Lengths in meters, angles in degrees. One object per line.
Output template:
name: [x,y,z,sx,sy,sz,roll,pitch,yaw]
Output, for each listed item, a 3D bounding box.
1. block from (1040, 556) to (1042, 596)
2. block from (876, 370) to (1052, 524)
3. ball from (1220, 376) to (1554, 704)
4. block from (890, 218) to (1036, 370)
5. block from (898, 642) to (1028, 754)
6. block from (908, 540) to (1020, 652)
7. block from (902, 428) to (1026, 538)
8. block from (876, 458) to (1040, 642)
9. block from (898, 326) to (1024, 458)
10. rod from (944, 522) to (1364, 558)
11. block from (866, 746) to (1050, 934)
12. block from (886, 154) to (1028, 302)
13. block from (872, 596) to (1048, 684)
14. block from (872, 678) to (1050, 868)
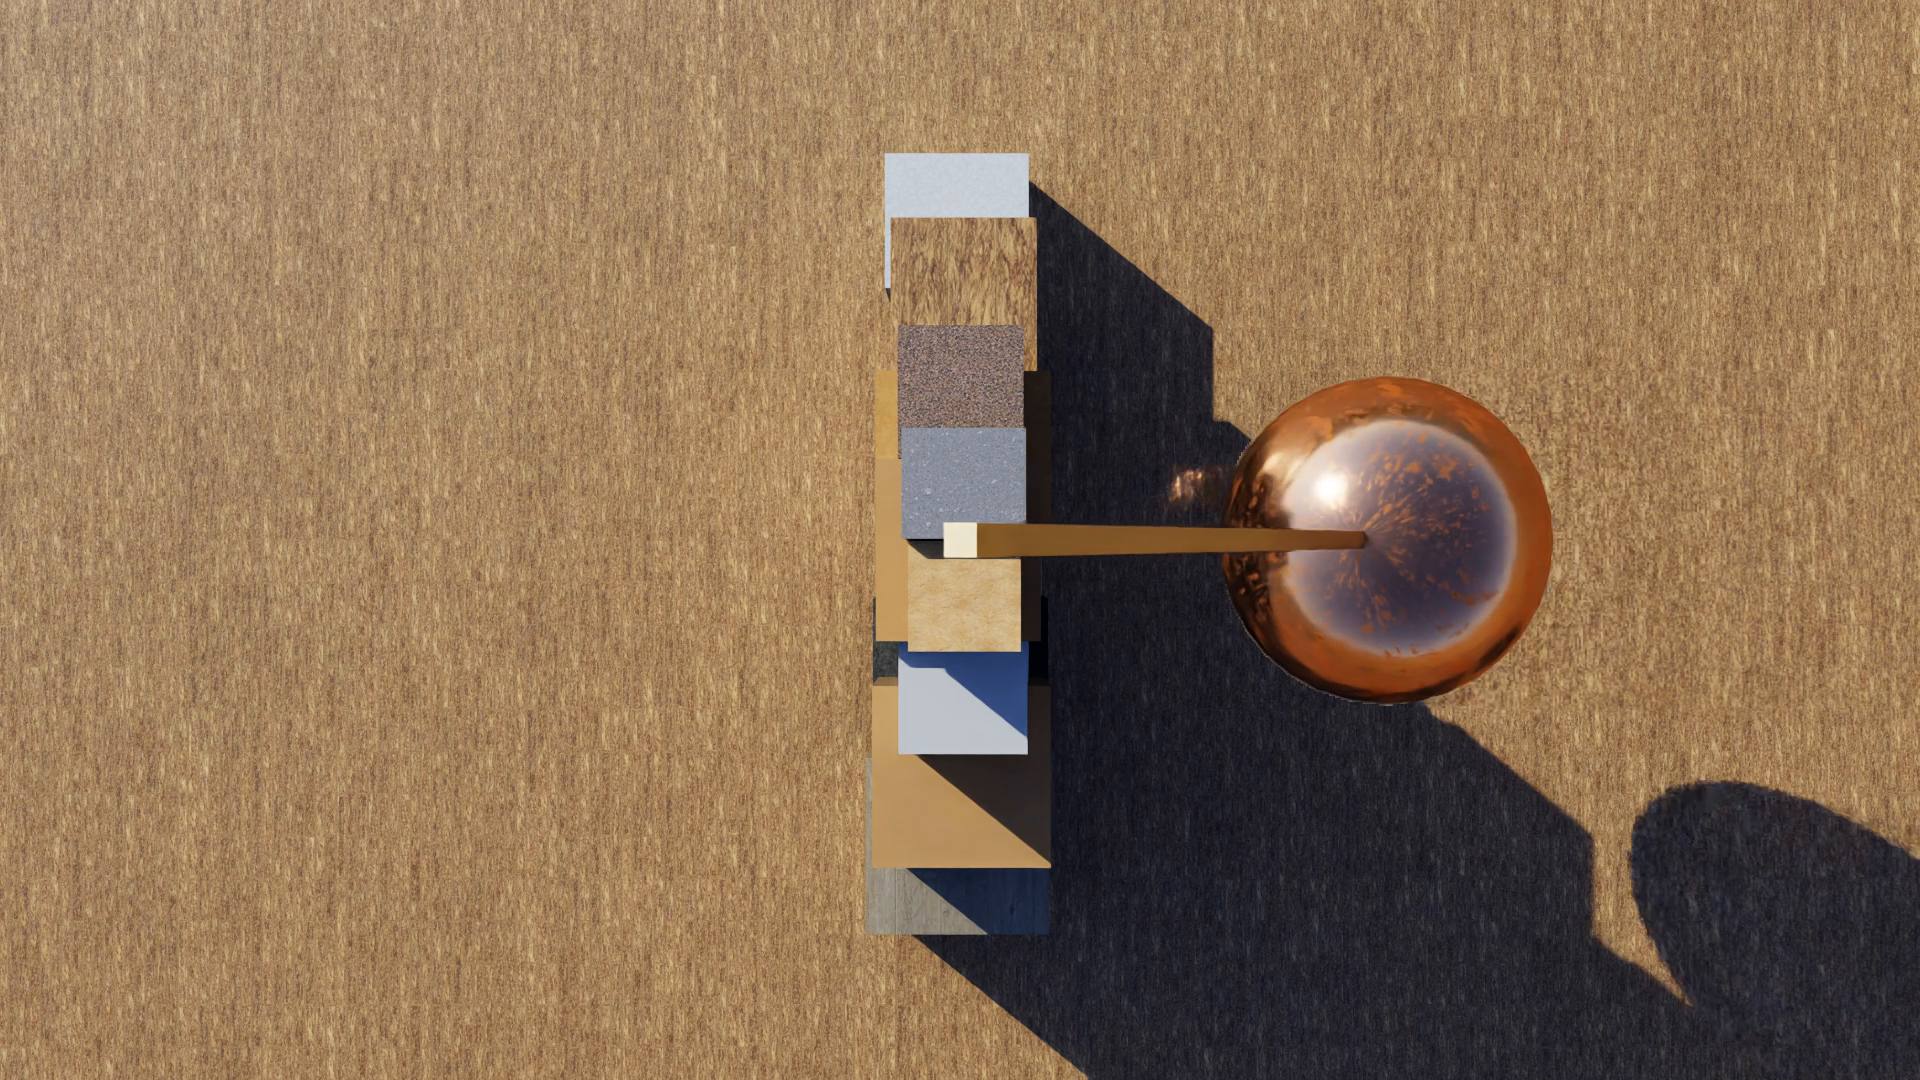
block: [0.003,-0.127,12.574,0.899,0.852,0.879,0,90,0]
block: [0.017,-0.403,11.678,0.893,0.940,0.918,0,90,0]
ball: [2.074,0.000,10.750,1.600,1.600,1.600,0,90,0]
block: [0.019,-1.270,11.778,0.757,0.814,0.796,0,90,0]
block: [0.014,0.758,10.865,0.620,0.570,0.548,0,90,0]
block: [0.020,0.254,10.206,0.510,0.520,0.499,0,90,0]
block: [0.017,-0.255,10.167,0.558,0.600,0.498,0,90,0]
block: [-0.008,0.048,10.837,0.785,0.741,0.867,0,90,0]
block: [0.003,-0.718,10.922,0.609,0.572,0.644,0,90,0]
rod: [0.899,0.000,7.560,0.080,5.200,0.080,0,90,20]
block: [-0.014,1.669,12.494,0.999,1.012,0.962,0,90,0]
block: [-0.017,-1.776,12.616,0.799,0.767,0.747,0,90,0]
block: [0.003,0.750,12.525,0.961,0.951,0.855,0,90,0]
block: [0.007,1.204,11.567,0.906,0.841,0.920,0,90,0]
